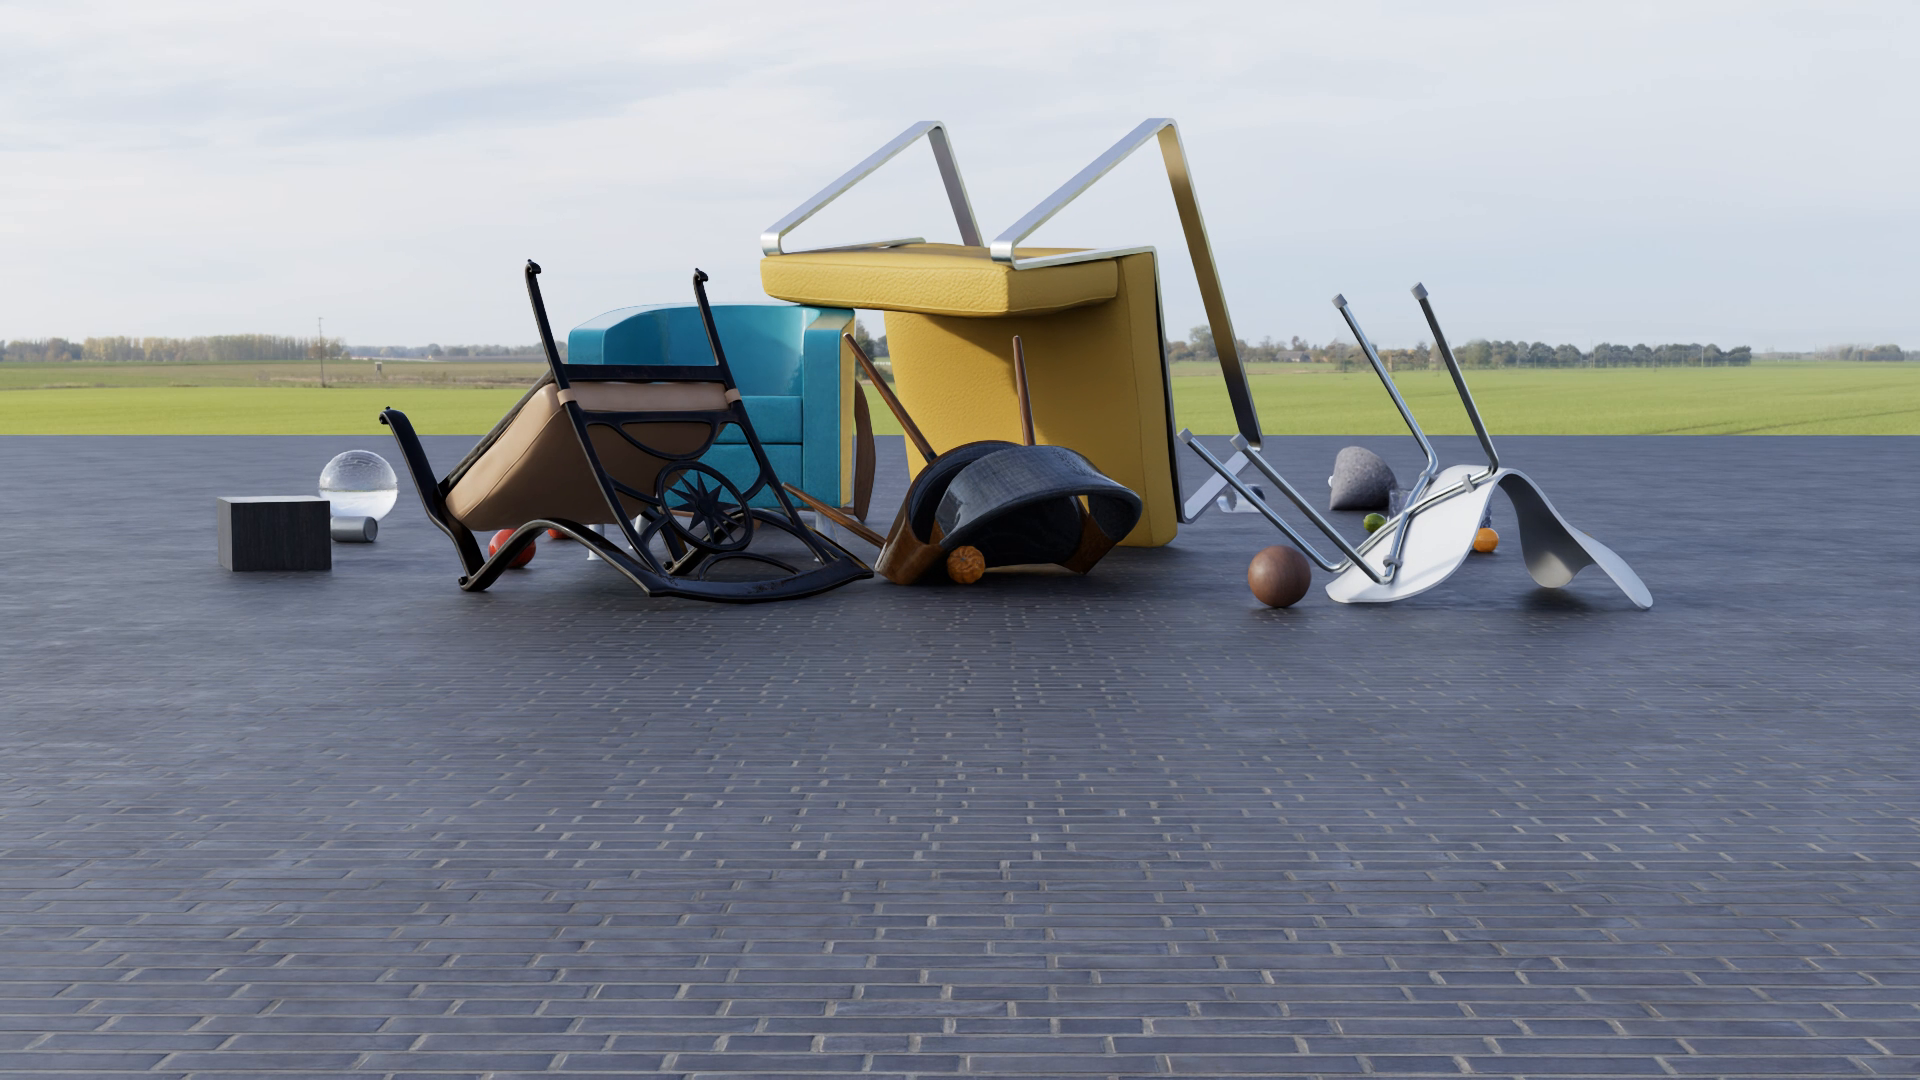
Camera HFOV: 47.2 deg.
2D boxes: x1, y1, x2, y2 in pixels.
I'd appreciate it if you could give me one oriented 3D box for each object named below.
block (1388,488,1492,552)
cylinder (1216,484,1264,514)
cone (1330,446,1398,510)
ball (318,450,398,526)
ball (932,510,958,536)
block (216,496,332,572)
[{"bbox_3d":[1.359,-0.059,6.232,0.173,0.161,0.239,-2,4,-25],"label":"block"},{"bbox_3d":[1.019,-0.151,7.989,0.108,0.103,0.187,-1,7,-15],"label":"cylinder"},{"bbox_3d":[1.446,-0.172,8.194,0.219,0.273,0.314,-39,8,-25],"label":"cone"},{"bbox_3d":[-1.965,-0.169,7.185,0.250,0.250,0.250,0,4,0],"label":"ball"},{"bbox_3d":[-0.048,-0.053,6.738,0.080,0.080,0.080,0,4,0],"label":"ball"},{"bbox_3d":[-1.749,-0.020,5.600,0.238,0.169,0.301,-2,4,-25],"label":"block"}]
